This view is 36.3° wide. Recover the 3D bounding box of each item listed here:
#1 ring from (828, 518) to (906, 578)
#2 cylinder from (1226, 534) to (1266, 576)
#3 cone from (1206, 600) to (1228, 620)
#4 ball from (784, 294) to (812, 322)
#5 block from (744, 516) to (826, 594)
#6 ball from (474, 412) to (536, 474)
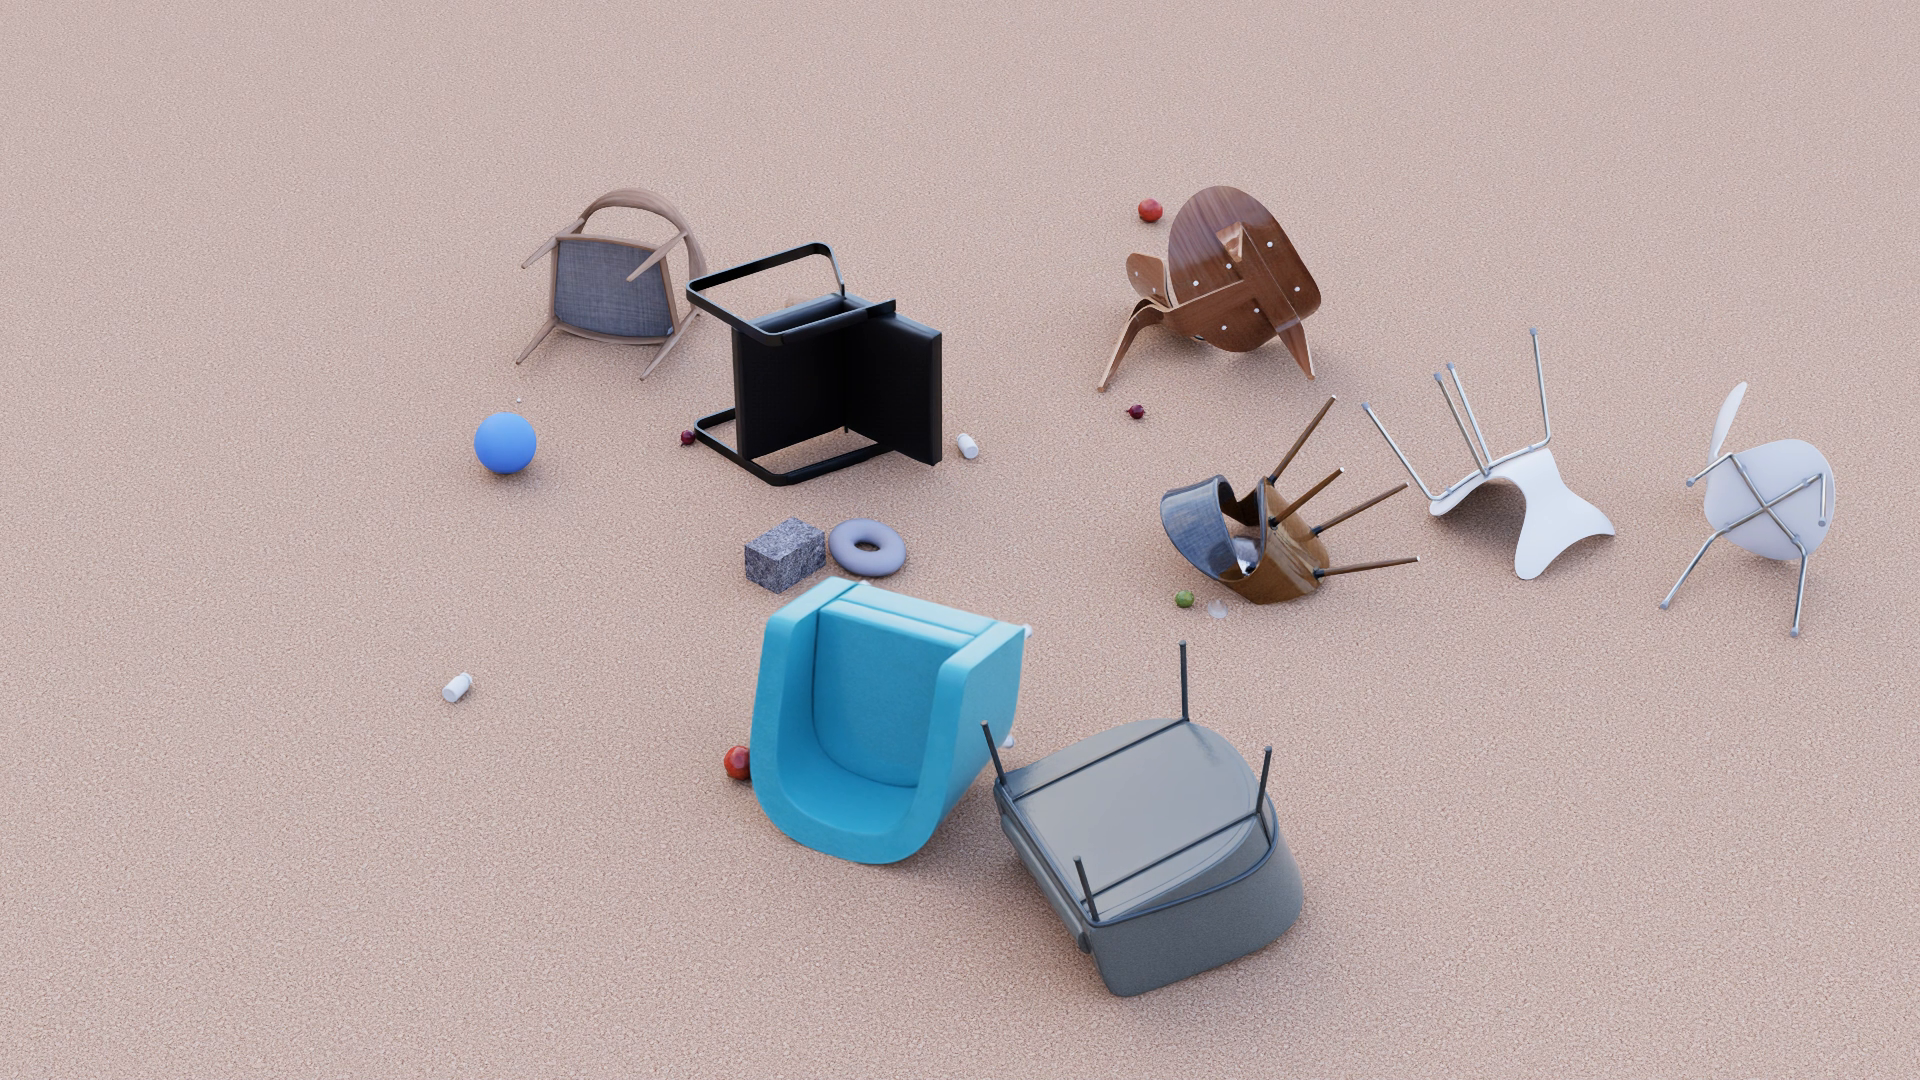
[{"bbox_3d":[-0.343,0.028,10.827,0.272,0.085,0.352,-15,37,-24],"label":"ring"},{"bbox_3d":[1.049,0.056,10.765,0.108,0.103,0.187,9,39,13],"label":"cylinder"},{"bbox_3d":[0.927,0.231,10.551,0.077,0.047,0.122,-2,33,-3],"label":"cone"},{"bbox_3d":[-0.679,-0.974,12.316,0.118,0.118,0.118,0,33,0],"label":"ball"},{"bbox_3d":[-0.639,0.056,10.727,0.162,0.146,0.255,25,41,33],"label":"block"},{"bbox_3d":[-1.751,-0.373,11.294,0.239,0.239,0.239,0,33,0],"label":"ball"}]
